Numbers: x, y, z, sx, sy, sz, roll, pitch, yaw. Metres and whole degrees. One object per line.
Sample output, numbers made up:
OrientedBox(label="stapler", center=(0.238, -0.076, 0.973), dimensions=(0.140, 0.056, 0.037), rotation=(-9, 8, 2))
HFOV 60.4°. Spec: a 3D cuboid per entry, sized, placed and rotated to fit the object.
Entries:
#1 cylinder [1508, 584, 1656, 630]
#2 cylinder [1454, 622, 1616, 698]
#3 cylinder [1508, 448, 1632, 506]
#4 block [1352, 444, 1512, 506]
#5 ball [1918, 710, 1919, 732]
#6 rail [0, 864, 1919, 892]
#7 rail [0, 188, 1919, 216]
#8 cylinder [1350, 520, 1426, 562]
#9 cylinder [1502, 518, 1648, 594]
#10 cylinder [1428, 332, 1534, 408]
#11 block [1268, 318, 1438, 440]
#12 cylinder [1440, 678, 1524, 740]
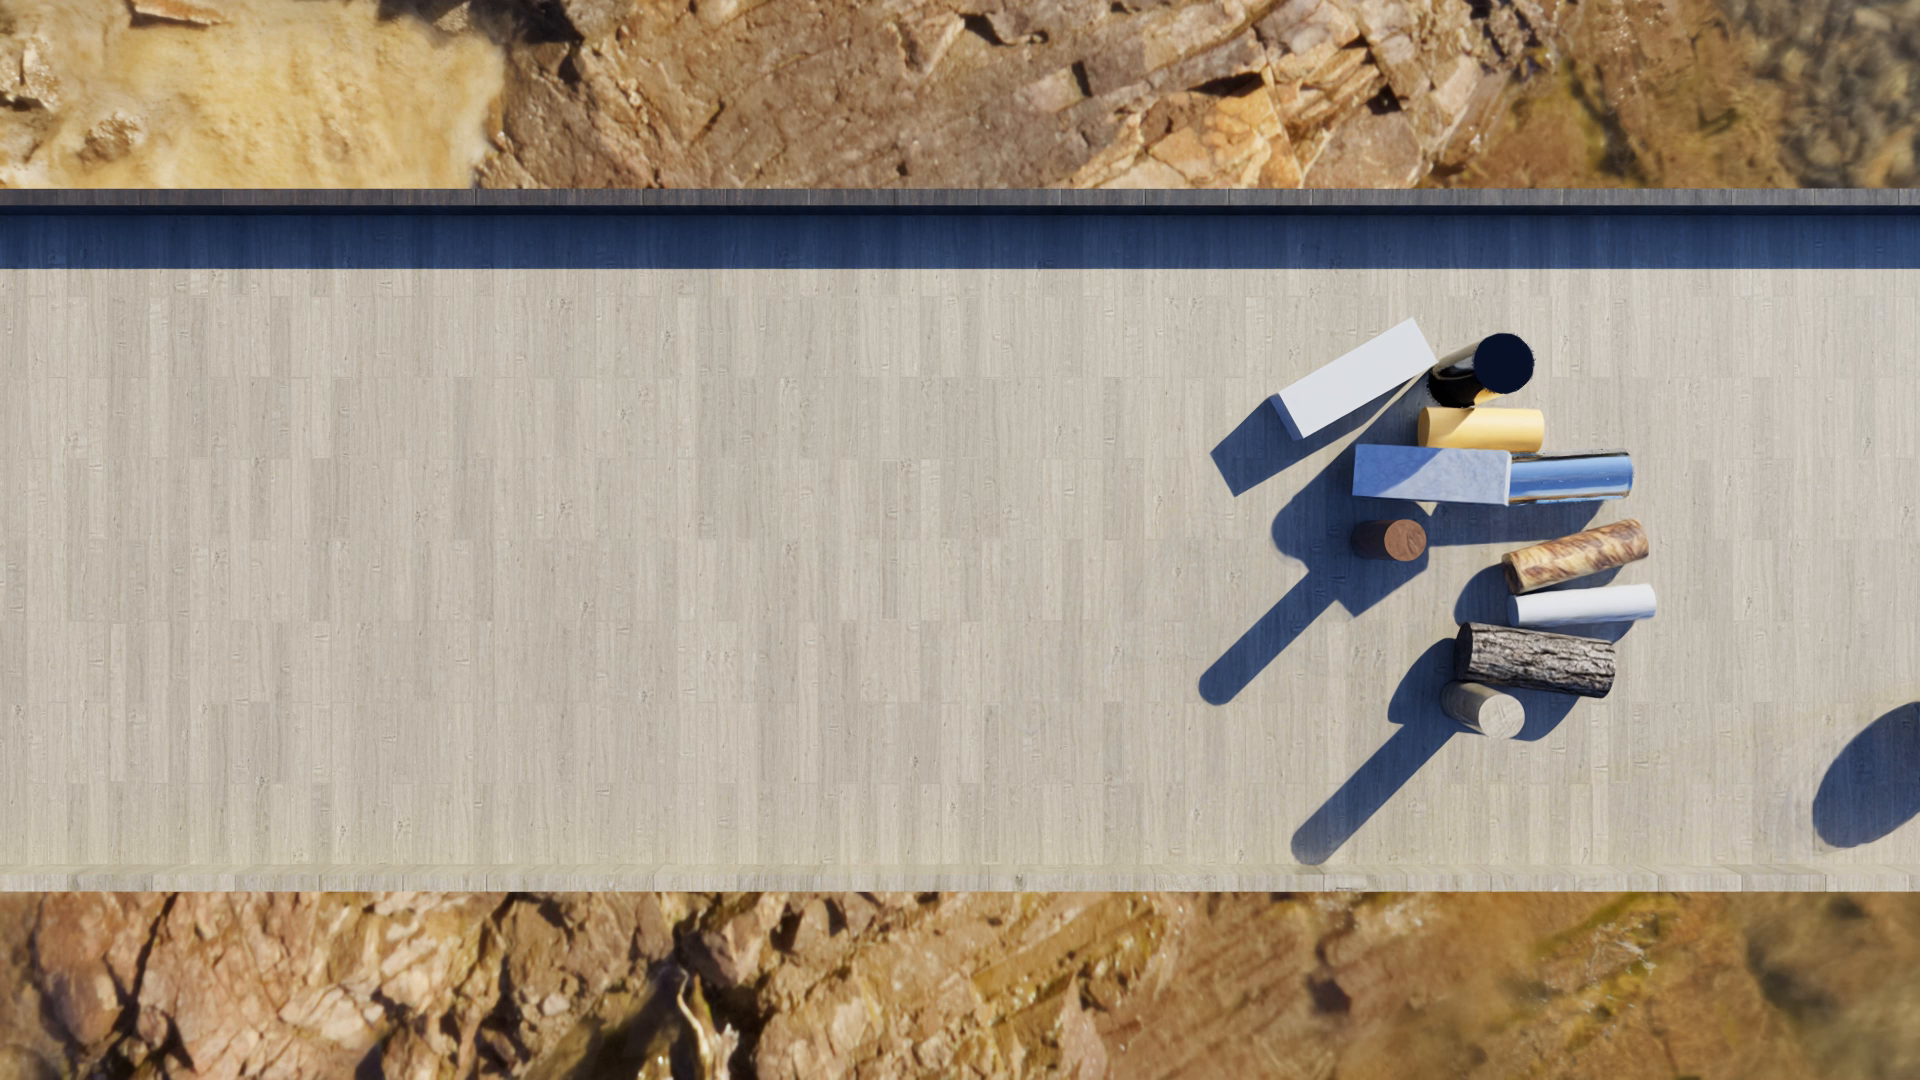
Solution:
OrientedBox(label="cylinder", center=(1.891, 0.203, 5.023), dimensions=(0.415, 0.107, 0.107), rotation=(-5, 90, 0))
OrientedBox(label="cylinder", center=(1.734, 0.363, 4.987), dimensions=(0.430, 0.177, 0.177), rotation=(8, 90, 0))
OrientedBox(label="cylinder", center=(1.809, -0.191, 4.999), dimensions=(0.398, 0.154, 0.154), rotation=(-3, 90, 0))
OrientedBox(label="block", center=(1.408, -0.194, 4.922), dimensions=(0.434, 0.155, 0.155), rotation=(4, 90, 22))
OrientedBox(label="ball", center=(3.036, 0.548, 4.923), dimensions=(0.307, 0.307, 0.307), rotation=(0, 90, 0))
OrientedBox(label="rail", center=(-2.247, 1.025, 5.001), dimensions=(12.000, 0.150, 0.050), rotation=(0, 90, 0))
OrientedBox(label="rail", center=(-2.247, -1.025, 5.002), dimensions=(12.000, 0.150, 0.050), rotation=(0, 90, 0))
OrientedBox(label="cylinder", center=(1.262, 0.001, 4.874), dimensions=(0.119, 0.404, 0.119), rotation=(0, 90, 0))
OrientedBox(label="cylinder", center=(1.866, 0.049, 5.011), dimensions=(0.404, 0.130, 0.130), rotation=(-16, 90, 0))
OrientedBox(label="cylinder", center=(1.531, -0.493, 4.865), dimensions=(0.173, 0.417, 0.173), rotation=(0, 88, -1))
OrientedBox(label="block", center=(1.188, -0.485, 4.998), dimensions=(0.459, 0.157, 0.157), rotation=(-29, 90, 0))
OrientedBox(label="cylinder", center=(1.539, 0.496, 4.879), dimensions=(0.131, 0.391, 0.131), rotation=(0, 92, 0))
